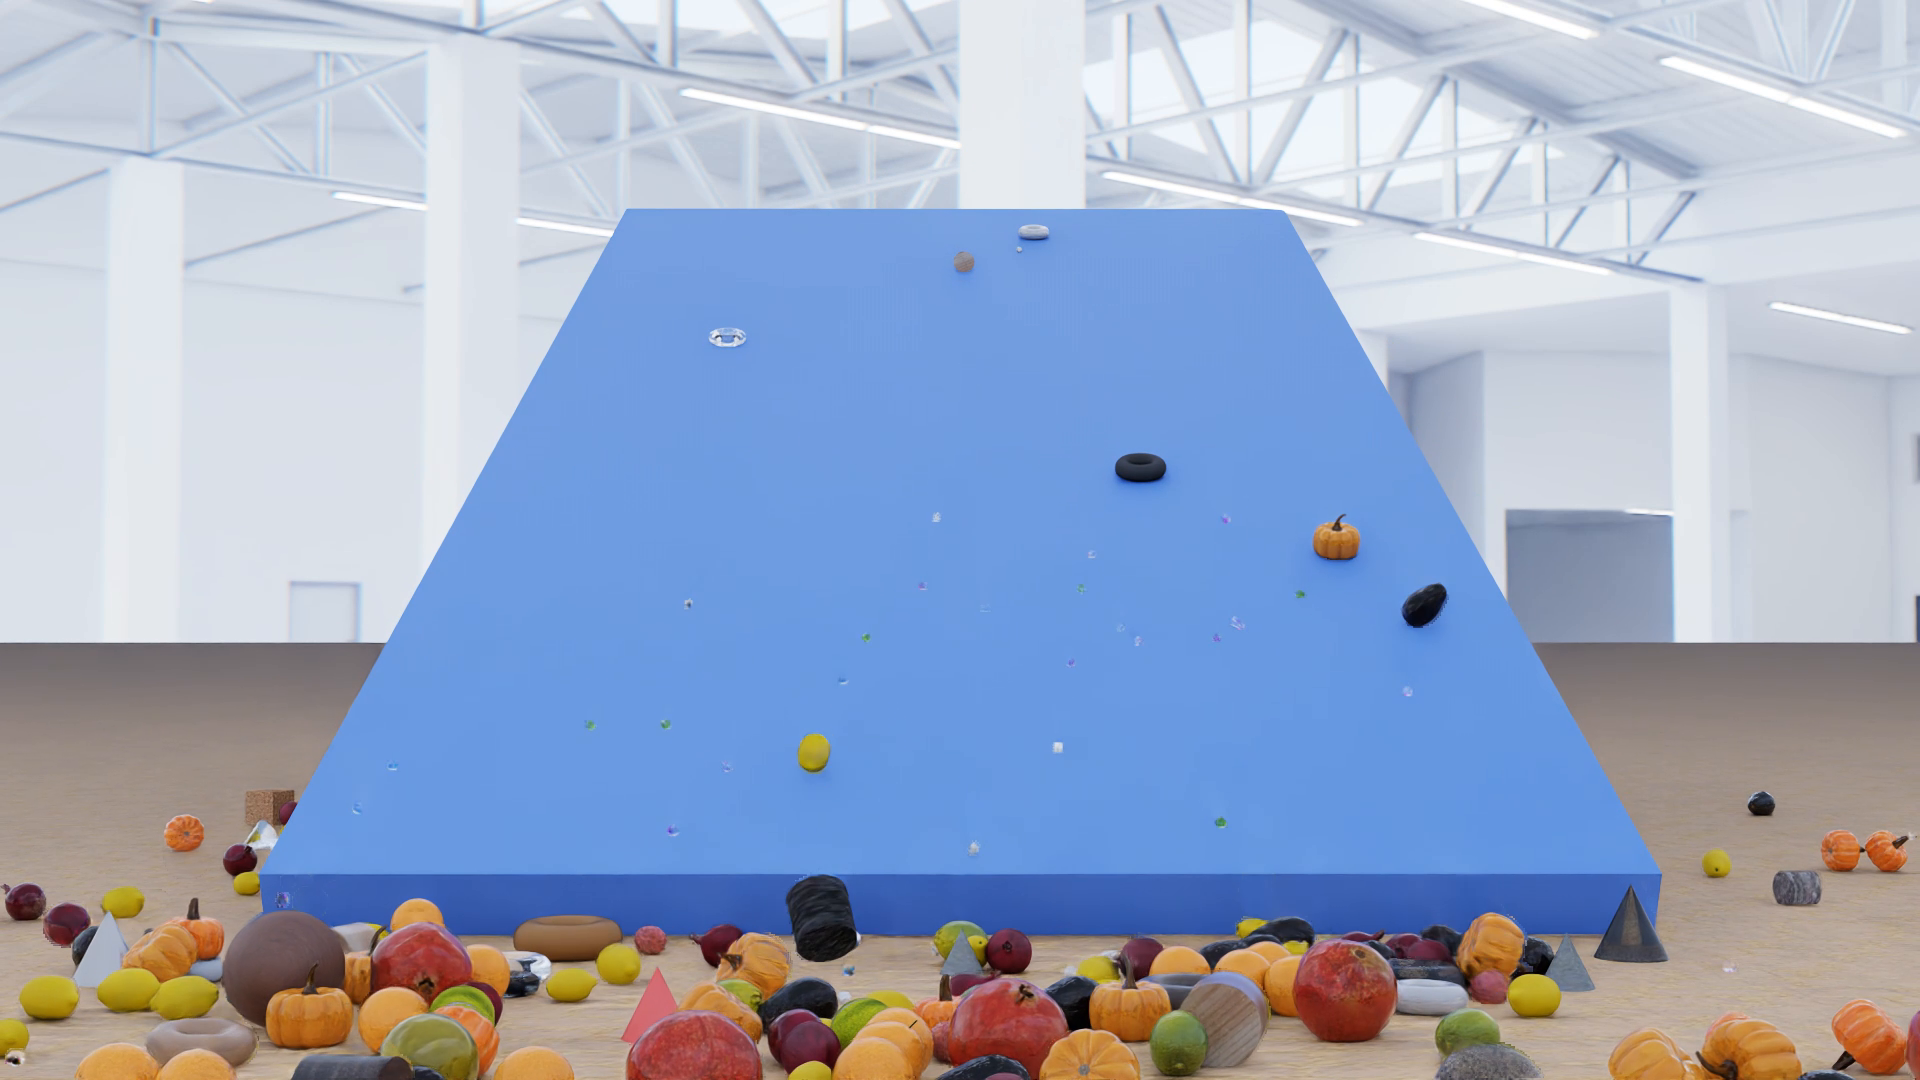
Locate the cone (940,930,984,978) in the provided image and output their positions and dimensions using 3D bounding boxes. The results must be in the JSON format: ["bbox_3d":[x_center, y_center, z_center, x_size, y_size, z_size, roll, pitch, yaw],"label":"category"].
[{"bbox_3d":[0.003,0.524,2.926,0.058,0.058,0.058,0,-2,0],"label":"cone"}]

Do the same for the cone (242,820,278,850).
[{"bbox_3d":[-1.426,0.610,4.633,0.067,0.067,0.067,-27,-7,8],"label":"cone"}]

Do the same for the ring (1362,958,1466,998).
[{"bbox_3d":[0.541,0.525,2.738,0.122,0.041,0.122,0,-4,0],"label":"ring"}]

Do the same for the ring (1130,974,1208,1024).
[{"bbox_3d":[0.256,0.518,2.590,0.129,0.043,0.129,0,-1,0],"label":"ring"}]

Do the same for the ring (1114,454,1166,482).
[{"bbox_3d":[0.377,-0.152,4.793,0.108,0.036,0.108,-1,23,0],"label":"ring"}]

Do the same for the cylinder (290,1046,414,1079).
[{"bbox_3d":[-0.511,0.472,1.926,0.077,0.077,0.077,-19,-9,21],"label":"cylinder"}]

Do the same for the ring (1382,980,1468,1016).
[{"bbox_3d":[0.534,0.525,2.632,0.098,0.033,0.098,1,-3,0],"label":"ring"}]

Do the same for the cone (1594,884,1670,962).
[{"bbox_3d":[0.899,0.510,3.072,0.098,0.098,0.098,0,-2,0],"label":"cone"}]

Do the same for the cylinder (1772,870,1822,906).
[{"bbox_3d":[1.342,0.558,3.676,0.054,0.054,0.054,0,-2,-11],"label":"cylinder"}]

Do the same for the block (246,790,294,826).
[{"bbox_3d":[-1.580,0.612,5.249,0.076,0.076,0.076,-1,-3,21],"label":"block"}]

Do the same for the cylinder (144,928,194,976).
[{"bbox_3d":[-1.008,0.524,2.924,0.057,0.057,0.057,1,-2,-15],"label":"cylinder"}]

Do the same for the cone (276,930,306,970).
[{"bbox_3d":[-0.851,0.527,2.943,0.054,0.054,0.054,0,-2,0],"label":"cone"}]

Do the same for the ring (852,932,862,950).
[{"bbox_3d":[-0.176,0.549,3.152,0.080,0.027,0.080,-1,-1,0],"label":"ring"}]

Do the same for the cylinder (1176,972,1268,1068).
[{"bbox_3d":[0.267,0.486,2.329,0.084,0.084,0.084,-1,-2,12],"label":"cylinder"}]

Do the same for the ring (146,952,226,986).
[{"bbox_3d":[-0.965,0.535,2.858,0.094,0.031,0.094,1,-1,0],"label":"ring"}]

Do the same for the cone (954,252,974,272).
[{"bbox_3d":[0.009,-0.762,6.331,0.058,0.058,0.058,0,-5,-5],"label":"cone"}]

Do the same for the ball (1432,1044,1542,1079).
[{"bbox_3d":[0.433,0.461,1.876,0.096,0.096,0.096,0,-2,0],"label":"ball"}]

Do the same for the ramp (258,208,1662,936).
[{"bbox_3d":[-0.006,-0.220,5.144,2.000,0.100,4.000,0,22,0],"label":"ramp"}]

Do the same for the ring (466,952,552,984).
[{"bbox_3d":[-0.559,0.532,2.841,0.105,0.035,0.105,-1,-1,0],"label":"ring"}]

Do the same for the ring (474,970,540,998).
[{"bbox_3d":[-0.544,0.533,2.752,0.079,0.026,0.079,0,-4,0],"label":"ring"}]

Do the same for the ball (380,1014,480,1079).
[{"bbox_3d":[-0.478,0.471,2.061,0.091,0.091,0.091,0,-2,0],"label":"ball"}]

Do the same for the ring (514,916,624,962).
[{"bbox_3d":[-0.527,0.536,3.086,0.146,0.049,0.146,0,-1,0],"label":"ring"}]

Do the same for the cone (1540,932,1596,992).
[{"bbox_3d":[0.744,0.515,2.812,0.067,0.067,0.067,0,-2,0],"label":"cone"}]

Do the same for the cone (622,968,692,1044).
[{"bbox_3d":[-0.325,0.495,2.460,0.077,0.077,0.077,0,-2,0],"label":"cone"}]

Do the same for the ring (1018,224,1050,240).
[{"bbox_3d":[0.215,-0.893,6.654,0.091,0.030,0.091,1,21,0],"label":"ring"}]

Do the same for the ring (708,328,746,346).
[{"bbox_3d":[-0.575,-0.501,5.670,0.093,0.031,0.093,1,21,0],"label":"ring"}]

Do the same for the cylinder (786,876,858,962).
[{"bbox_3d":[-0.181,0.496,3.005,0.080,0.080,0.080,-9,-44,-9],"label":"cylinder"}]

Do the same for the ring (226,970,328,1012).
[{"bbox_3d":[-0.794,0.523,2.669,0.115,0.038,0.115,-1,-4,0],"label":"ring"}]

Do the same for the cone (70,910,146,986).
[{"bbox_3d":[-1.063,0.506,2.862,0.090,0.090,0.090,0,-2,0],"label":"cone"}]

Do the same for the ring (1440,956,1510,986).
[{"bbox_3d":[0.637,0.536,2.849,0.089,0.030,0.089,0,-4,0],"label":"ring"}]

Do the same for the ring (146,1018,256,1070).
[{"bbox_3d":[-0.762,0.507,2.305,0.106,0.035,0.106,4,1,0],"label":"ring"}]
